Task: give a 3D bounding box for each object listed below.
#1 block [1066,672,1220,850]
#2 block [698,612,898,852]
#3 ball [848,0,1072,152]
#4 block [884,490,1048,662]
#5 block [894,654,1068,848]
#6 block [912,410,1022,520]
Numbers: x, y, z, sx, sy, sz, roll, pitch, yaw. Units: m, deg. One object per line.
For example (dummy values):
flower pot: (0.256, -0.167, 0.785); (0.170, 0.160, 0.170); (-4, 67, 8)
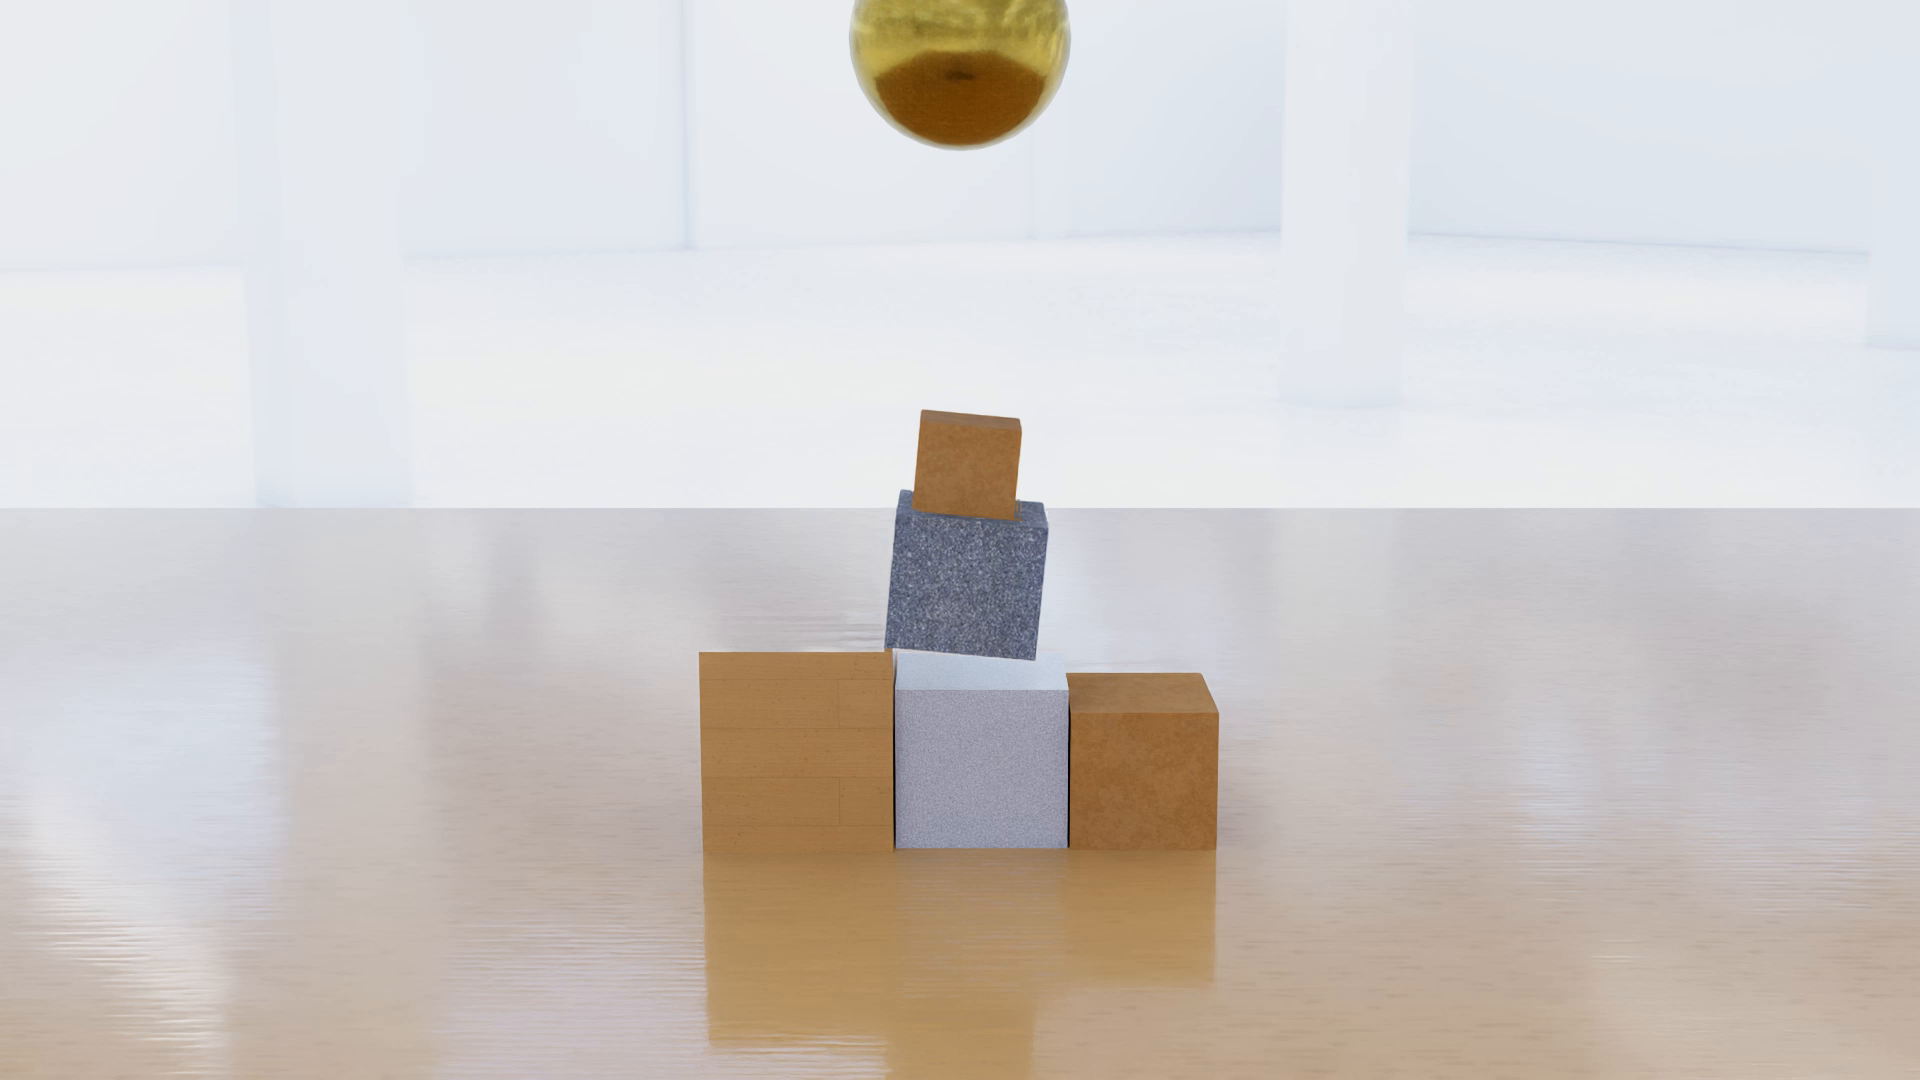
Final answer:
block: (0.917, 1.130, 11.366); (0.735, 0.710, 0.838); (0, 10, 0)
block: (-0.808, 0.973, 11.346); (0.952, 1.027, 0.914); (0, 10, 0)
ball: (0.000, -3.595, 15.766); (1.600, 1.600, 1.600); (0, 10, 0)
block: (0.030, 0.167, 11.217); (0.753, 0.670, 0.791); (5, 10, -1)
block: (0.108, 1.075, 11.363); (0.861, 0.819, 0.789); (0, 10, 0)
block: (0.034, -0.385, 11.113); (0.509, 0.449, 0.510); (5, 10, -1)
